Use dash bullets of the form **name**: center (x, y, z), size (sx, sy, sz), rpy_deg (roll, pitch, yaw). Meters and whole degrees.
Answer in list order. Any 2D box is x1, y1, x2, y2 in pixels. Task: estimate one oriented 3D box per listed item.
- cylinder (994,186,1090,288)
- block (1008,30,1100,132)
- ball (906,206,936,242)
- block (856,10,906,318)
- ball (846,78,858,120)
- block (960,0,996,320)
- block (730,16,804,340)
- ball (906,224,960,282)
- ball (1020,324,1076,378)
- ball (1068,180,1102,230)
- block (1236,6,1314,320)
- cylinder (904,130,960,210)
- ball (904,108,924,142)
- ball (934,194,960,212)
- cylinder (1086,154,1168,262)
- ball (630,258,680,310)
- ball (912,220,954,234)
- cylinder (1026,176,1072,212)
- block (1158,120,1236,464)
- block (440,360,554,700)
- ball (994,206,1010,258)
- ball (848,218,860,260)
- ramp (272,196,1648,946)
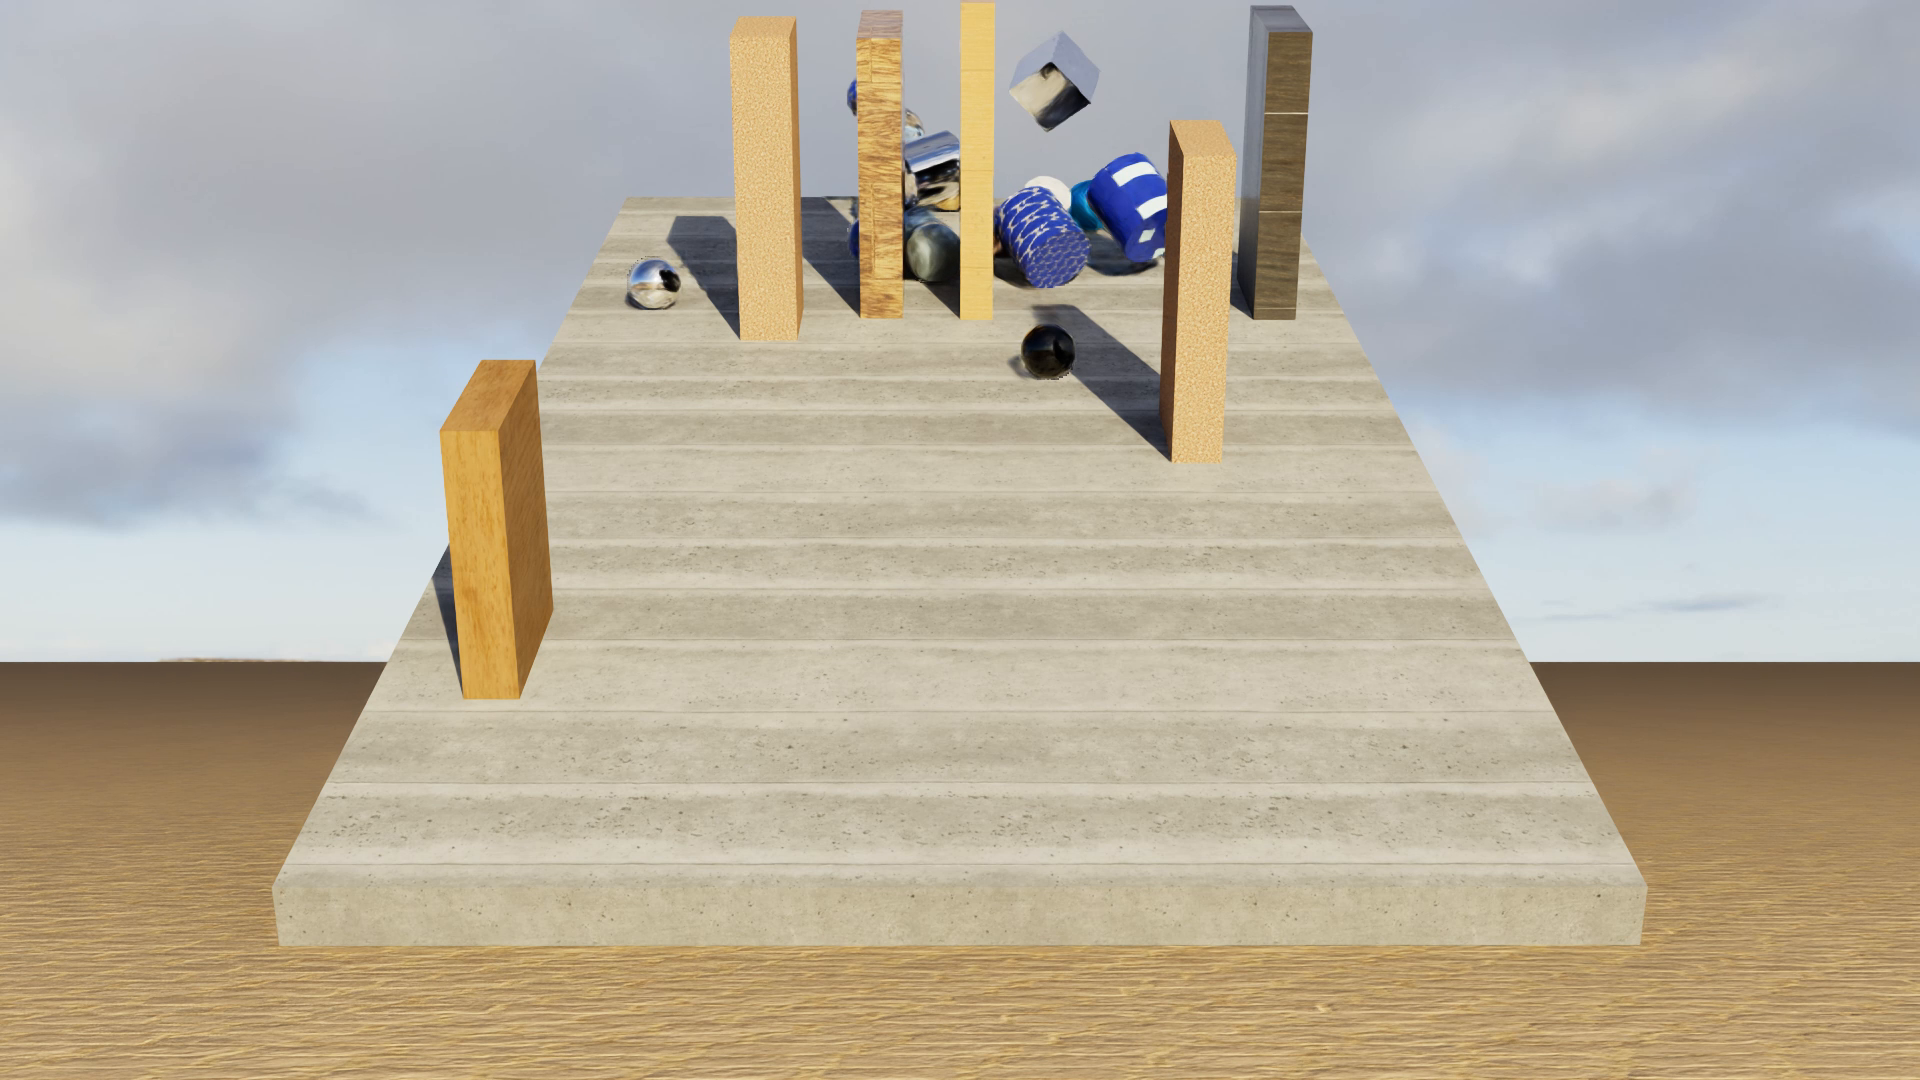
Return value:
- **cylinder**: center (0.216, -0.805, 6.141), size (0.193, 0.193, 0.193), rpy_deg (-21, -36, -17)
- **block**: center (0.277, -1.347, 6.780), size (0.174, 0.174, 0.174), rpy_deg (-29, -61, 36)
- **ball**: center (-0.117, -0.867, 6.414), size (0.117, 0.117, 0.117), rpy_deg (0, -3, 0)
- **block**: center (-0.200, -0.970, 5.943), size (0.108, 0.711, 0.392), rpy_deg (0, 23, 0)
- **ball**: center (-0.245, -1.250, 6.526), size (0.151, 0.151, 0.151), rpy_deg (0, -3, 0)
- **block**: center (0.042, -0.989, 5.878), size (0.082, 0.799, 0.303), rpy_deg (0, 23, 0)
- **block**: center (-0.474, -0.892, 5.708), size (0.141, 0.749, 0.271), rpy_deg (0, 23, 0)
- **ball**: center (-0.069, -0.767, 6.175), size (0.155, 0.155, 0.155), rpy_deg (0, -3, 0)
- **ball**: center (0.208, -0.445, 5.447), size (0.130, 0.130, 0.130), rpy_deg (0, -3, 0)
- **ball**: center (0.376, -0.967, 6.671), size (0.144, 0.144, 0.144), rpy_deg (0, -3, 0)
- **block**: center (0.803, -0.971, 5.926), size (0.108, 0.730, 0.375), rpy_deg (0, 23, 0)
- **cylinder**: center (-0.101, -1.036, 6.485), size (0.186, 0.186, 0.186), rpy_deg (-24, 9, -29)
- **ball**: center (-0.192, -1.203, 6.870), size (0.175, 0.175, 0.175), rpy_deg (0, -3, 0)
- **ball**: center (-0.031, -1.041, 6.864), size (0.126, 0.126, 0.126), rpy_deg (0, -3, 0)
- **cylinder**: center (0.475, -0.887, 6.162), size (0.204, 0.204, 0.204), rpy_deg (-25, -27, -14)
- **ball**: center (-0.786, -0.660, 5.951), size (0.132, 0.132, 0.132), rpy_deg (0, -3, 0)
- **ball**: center (-0.073, -0.809, 6.312), size (0.130, 0.130, 0.130), rpy_deg (0, -3, 0)
- **cylinder**: center (0.234, -0.927, 6.508), size (0.138, 0.138, 0.138), rpy_deg (1, -29, -10)
- **block**: center (0.507, -0.536, 4.971), size (0.107, 0.669, 0.327), rpy_deg (0, 23, 0)
- **block**: center (-0.793, -0.024, 3.984), size (0.095, 0.483, 0.365), rpy_deg (0, 23, 0)
- **ball**: center (0.116, -0.842, 6.312), size (0.145, 0.145, 0.145), rpy_deg (0, -3, 0)
- **ball**: center (-0.235, -0.819, 6.295), size (0.140, 0.140, 0.140), rpy_deg (0, -3, 0)
- **ramp**: center (-0.007, -0.225, 5.218), size (2.000, 0.100, 4.000), rpy_deg (0, 23, 0)
